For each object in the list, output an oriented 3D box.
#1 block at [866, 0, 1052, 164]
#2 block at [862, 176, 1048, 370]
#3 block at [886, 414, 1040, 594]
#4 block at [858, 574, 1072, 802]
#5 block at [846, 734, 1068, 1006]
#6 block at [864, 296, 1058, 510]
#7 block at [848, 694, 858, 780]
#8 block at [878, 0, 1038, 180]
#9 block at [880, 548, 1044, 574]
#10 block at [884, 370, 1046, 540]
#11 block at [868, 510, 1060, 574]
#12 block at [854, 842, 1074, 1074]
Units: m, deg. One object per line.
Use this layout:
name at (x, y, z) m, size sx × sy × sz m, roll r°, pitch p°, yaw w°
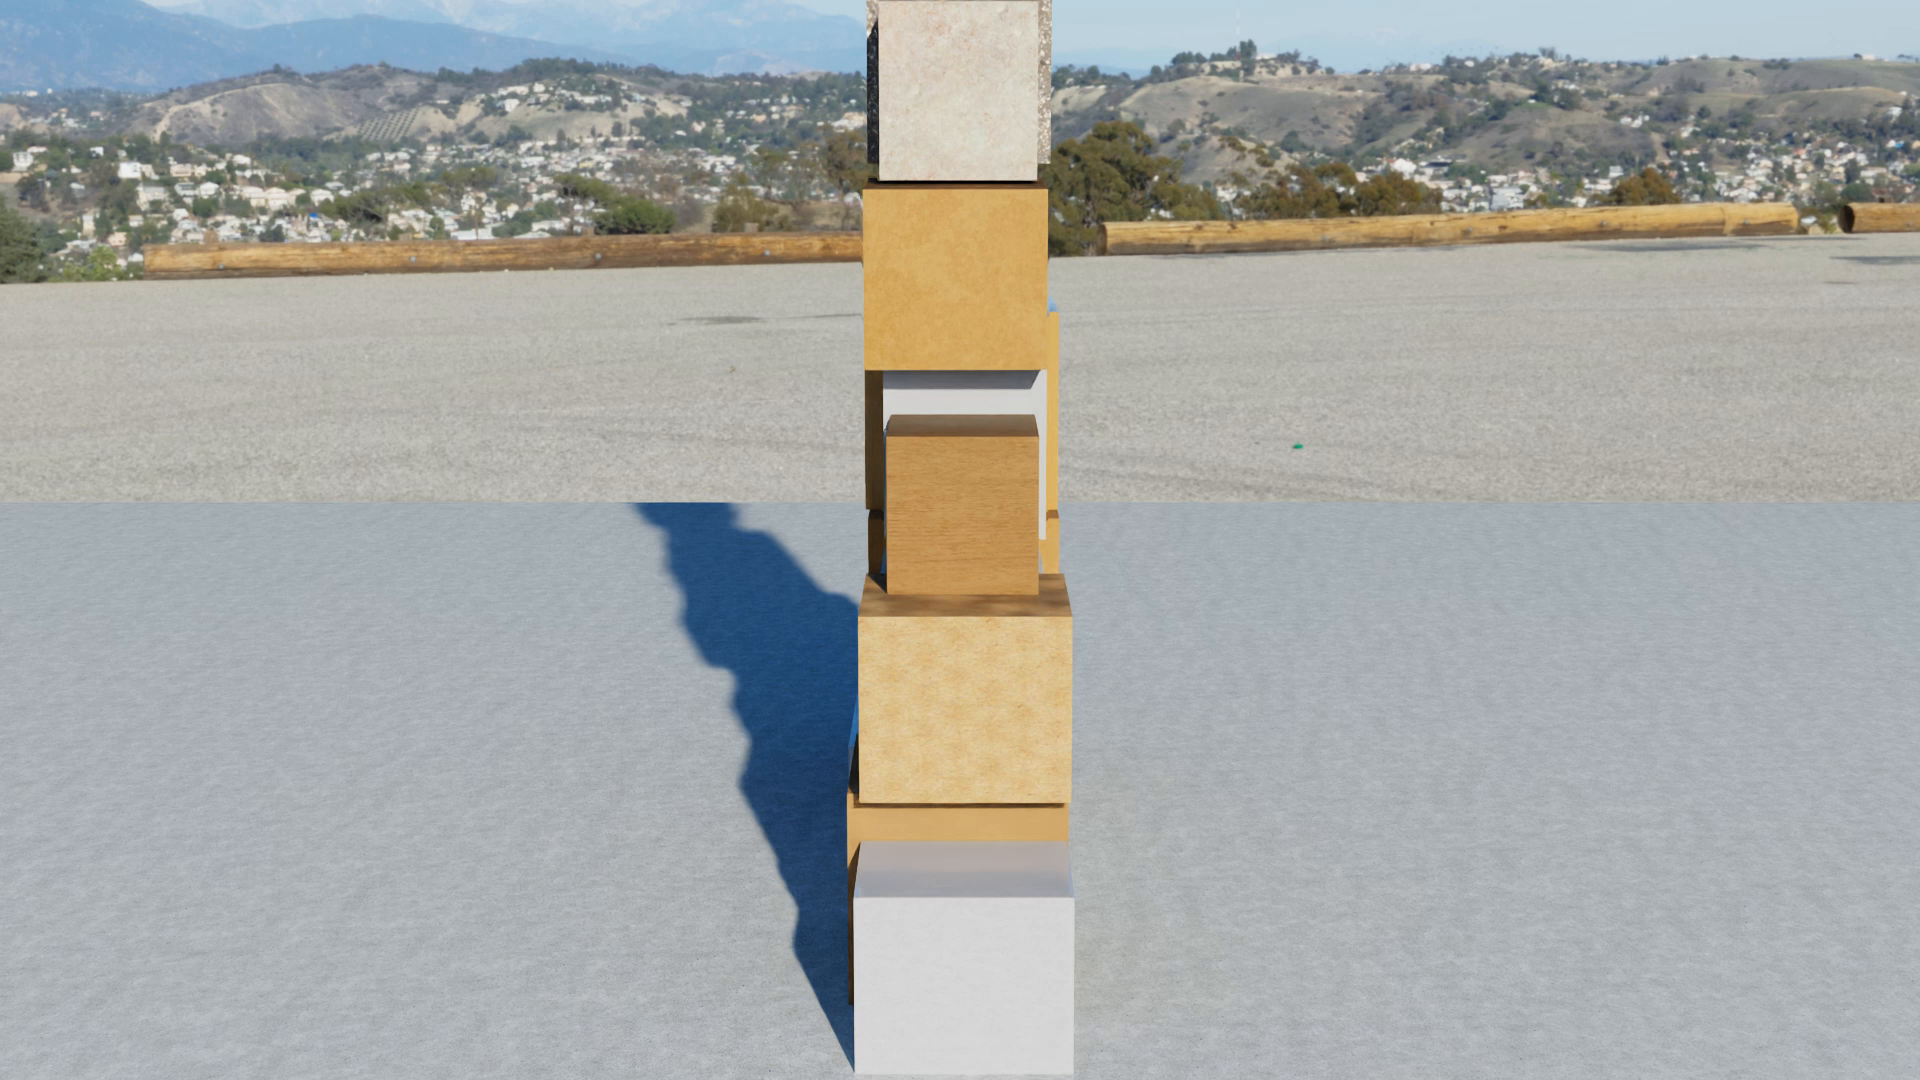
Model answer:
block at (-0.004, -2.032, 11.167) m, size 0.779 × 0.738 × 0.678 m, roll 0°, pitch 12°, yaw 0°
block at (-0.017, -1.086, 10.333) m, size 0.716 × 0.702 × 0.718 m, roll 0°, pitch 12°, yaw 0°
block at (0.011, -0.149, 10.071) m, size 0.579 × 0.608 × 0.649 m, roll 0°, pitch 10°, yaw 0°
block at (0.020, 0.555, 9.872) m, size 0.786 × 0.706 × 0.829 m, roll 0°, pitch 10°, yaw 0°
block at (-0.008, 1.286, 10.158) m, size 0.835 × 0.836 × 0.889 m, roll 0°, pitch 10°, yaw 0°
block at (0.007, -0.626, 11.450) m, size 0.832 × 0.855 × 0.847 m, roll 0°, pitch 10°, yaw 0°
block at (-0.014, 1.150, 11.059) m, size 0.890 × 0.780 × 0.912 m, roll 0°, pitch 10°, yaw 0°
block at (-0.006, -1.849, 10.479) m, size 0.628 × 0.696 × 0.676 m, roll 0°, pitch 13°, yaw 0°
block at (0.008, 0.428, 10.623) m, size 0.658 × 0.694 × 0.659 m, roll 0°, pitch 9°, yaw 0°
block at (0.020, -0.429, 10.694) m, size 0.658 × 0.734 × 0.664 m, roll 0°, pitch 12°, yaw 0°
block at (0.016, 0.264, 11.341) m, size 0.811 × 0.862 × 0.801 m, roll 0°, pitch 10°, yaw 0°
block at (0.014, 1.517, 9.394) m, size 0.776 × 0.654 × 0.677 m, roll 0°, pitch 10°, yaw 0°
